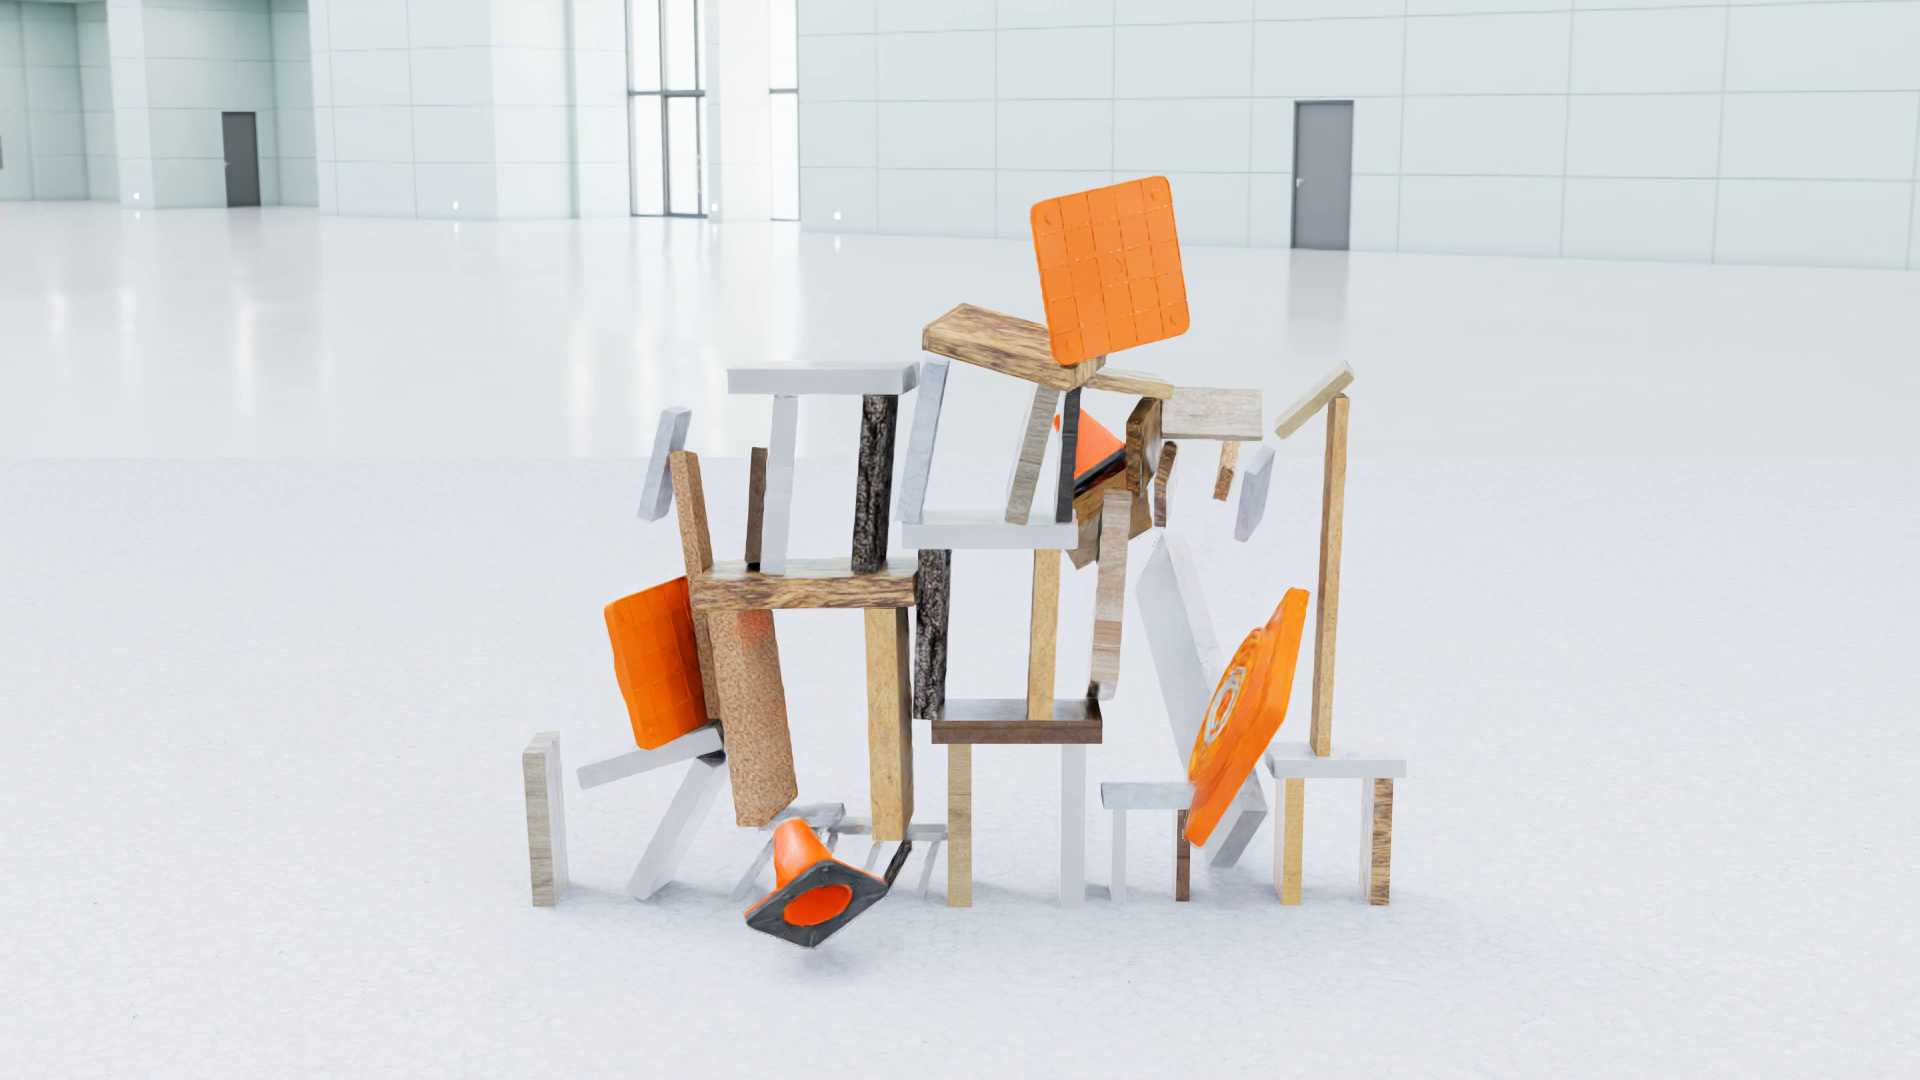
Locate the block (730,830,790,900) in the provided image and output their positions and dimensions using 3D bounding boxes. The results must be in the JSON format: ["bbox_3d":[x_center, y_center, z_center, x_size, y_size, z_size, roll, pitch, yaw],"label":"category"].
[{"bbox_3d":[-0.330,0.533,3.649,0.019,0.132,0.066,36,13,1],"label":"block"}]

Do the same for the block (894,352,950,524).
[{"bbox_3d":[-0.060,-0.164,3.529,0.036,0.257,0.128,11,11,1],"label":"block"}]

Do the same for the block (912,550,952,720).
[{"bbox_3d":[-0.045,0.140,3.591,0.040,0.280,0.140,3,10,5],"label":"block"}]

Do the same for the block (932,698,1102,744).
[{"bbox_3d":[0.092,0.298,3.617,0.277,0.039,0.139,0,11,0],"label":"block"}]

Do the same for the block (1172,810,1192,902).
[{"bbox_3d":[0.367,0.512,3.655,0.022,0.158,0.079,0,11,0],"label":"block"}]

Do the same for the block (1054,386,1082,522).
[{"bbox_3d":[0.172,-0.146,3.522,0.024,0.220,0.086,3,14,-1],"label":"block"}]

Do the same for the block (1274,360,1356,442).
[{"bbox_3d":[0.569,-0.225,3.535,0.151,0.021,0.076,-42,8,17],"label":"block"}]

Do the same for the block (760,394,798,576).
[{"bbox_3d":[-0.292,-0.097,3.563,0.040,0.283,0.142,4,10,-5],"label":"block"}]

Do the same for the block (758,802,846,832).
[{"bbox_3d":[-0.260,0.456,3.619,0.132,0.019,0.066,-6,9,10],"label":"block"}]

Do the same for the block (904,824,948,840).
[{"bbox_3d":[-0.069,0.486,3.661,0.096,0.014,0.048,0,11,-1],"label":"block"}]

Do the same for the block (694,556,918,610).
[{"bbox_3d":[-0.240,0.070,3.580,0.352,0.050,0.176,-1,10,6],"label":"block"}]

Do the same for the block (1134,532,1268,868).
[{"bbox_3d":[0.424,0.274,3.938,0.046,0.161,0.639,5,45,-18],"label":"block"}]

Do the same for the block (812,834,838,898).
[{"bbox_3d":[-0.225,0.539,3.659,0.015,0.103,0.052,17,10,-2],"label":"block"}]

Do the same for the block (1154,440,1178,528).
[{"bbox_3d":[0.340,-0.091,3.631,0.023,0.081,0.161,13,-23,11],"label":"block"}]

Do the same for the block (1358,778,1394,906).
[{"bbox_3d":[0.689,0.484,3.646,0.031,0.217,0.108,0,11,0],"label":"block"}]

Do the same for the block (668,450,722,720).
[{"bbox_3d":[-0.426,0.074,3.643,0.026,0.442,0.093,-9,-1,7],"label":"block"}]

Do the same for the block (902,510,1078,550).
[{"bbox_3d":[0.049,-0.018,3.559,0.280,0.040,0.140,0,11,1],"label":"block"}]

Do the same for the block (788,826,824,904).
[{"bbox_3d":[-0.252,0.528,3.637,0.019,0.132,0.066,17,13,5],"label":"block"}]

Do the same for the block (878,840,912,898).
[{"bbox_3d":[-0.109,0.545,3.663,0.014,0.096,0.048,28,9,-5],"label":"block"}]

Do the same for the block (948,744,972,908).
[{"bbox_3d":[0.000,0.453,3.646,0.039,0.277,0.139,0,11,0],"label":"block"}]

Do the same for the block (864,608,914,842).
[{"bbox_3d":[-0.114,0.282,3.605,0.050,0.385,0.176,-1,10,5],"label":"block"}]

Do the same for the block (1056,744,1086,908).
[{"bbox_3d":[0.184,0.453,3.646,0.039,0.277,0.139,0,11,0],"label":"block"}]

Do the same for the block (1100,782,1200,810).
[{"bbox_3d":[0.315,0.423,3.639,0.158,0.022,0.079,0,11,0],"label":"block"}]

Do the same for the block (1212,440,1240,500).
[{"bbox_3d":[0.462,-0.154,3.757,0.023,0.081,0.161,13,51,3],"label":"block"}]

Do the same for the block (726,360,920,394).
[{"bbox_3d":[-0.217,-0.261,3.529,0.284,0.040,0.142,1,10,10],"label":"block"}]

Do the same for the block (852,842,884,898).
[{"bbox_3d":[-0.151,0.540,3.655,0.015,0.104,0.052,22,15,0],"label":"block"}]

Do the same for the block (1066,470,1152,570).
[{"bbox_3d":[0.258,-0.036,3.932,0.161,0.046,0.322,-30,-14,0],"label":"block"}]

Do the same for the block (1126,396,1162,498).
[{"bbox_3d":[0.301,-0.158,3.605,0.024,0.172,0.086,20,55,20],"label":"block"}]

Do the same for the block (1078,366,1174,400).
[{"bbox_3d":[0.244,-0.256,3.501,0.172,0.024,0.086,7,14,-18],"label":"block"}]

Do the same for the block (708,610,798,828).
[{"bbox_3d":[-0.338,0.275,3.611,0.050,0.352,0.176,-5,8,14],"label":"block"}]

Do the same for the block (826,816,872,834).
[{"bbox_3d":[-0.171,0.475,3.661,0.104,0.015,0.052,3,9,-7],"label":"block"}]

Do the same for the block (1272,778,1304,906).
[{"bbox_3d":[0.545,0.484,3.646,0.031,0.217,0.108,0,11,0],"label":"block"}]

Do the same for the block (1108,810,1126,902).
[{"bbox_3d":[0.262,0.512,3.655,0.022,0.158,0.079,0,11,0],"label":"block"}]

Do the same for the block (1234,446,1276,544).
[{"bbox_3d":[0.486,-0.075,3.634,0.021,0.151,0.076,23,47,20],"label":"block"}]

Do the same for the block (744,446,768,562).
[{"bbox_3d":[-0.334,-0.058,3.604,0.026,0.186,0.093,3,0,-5],"label":"block"}]

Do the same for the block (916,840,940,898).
[{"bbox_3d":[-0.054,0.542,3.663,0.014,0.096,0.048,16,10,-3],"label":"block"}]

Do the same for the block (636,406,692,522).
[{"bbox_3d":[-0.491,-0.128,3.663,0.026,0.186,0.093,16,10,7],"label":"block"}]

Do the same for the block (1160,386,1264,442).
[{"bbox_3d":[0.405,-0.203,3.536,0.161,0.081,0.023,2,-18,-1],"label":"block"}]

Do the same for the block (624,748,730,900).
[{"bbox_3d":[-0.459,0.465,3.648,0.037,0.260,0.130,31,12,8],"label":"block"}]

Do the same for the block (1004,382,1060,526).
[{"bbox_3d":[0.117,-0.166,3.475,0.036,0.257,0.128,12,29,-3],"label":"block"}]

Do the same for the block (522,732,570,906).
[{"bbox_3d":[-0.686,0.461,3.648,0.037,0.260,0.130,-2,11,0],"label":"block"}]

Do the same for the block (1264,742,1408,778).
[{"bbox_3d":[0.617,0.362,3.624,0.217,0.031,0.108,0,11,0],"label":"block"}]

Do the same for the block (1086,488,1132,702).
[{"bbox_3d":[0.247,0.094,3.660,0.046,0.322,0.161,5,-15,2],"label":"block"}]

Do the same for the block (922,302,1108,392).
[{"bbox_3d":[0.084,-0.300,3.407,0.257,0.036,0.128,18,32,23],"label":"block"}]

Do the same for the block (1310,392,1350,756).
[{"bbox_3d":[0.599,0.057,3.570,0.021,0.588,0.076,1,11,0],"label":"block"}]

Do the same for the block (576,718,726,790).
[{"bbox_3d":[-0.491,0.349,3.643,0.260,0.037,0.130,-17,2,16],"label":"block"}]

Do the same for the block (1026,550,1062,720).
[{"bbox_3d":[0.136,0.140,3.589,0.040,0.280,0.140,2,11,0],"label":"block"}]

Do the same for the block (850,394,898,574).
[{"bbox_3d":[-0.137,-0.099,3.541,0.040,0.283,0.142,6,10,5],"label":"block"}]
